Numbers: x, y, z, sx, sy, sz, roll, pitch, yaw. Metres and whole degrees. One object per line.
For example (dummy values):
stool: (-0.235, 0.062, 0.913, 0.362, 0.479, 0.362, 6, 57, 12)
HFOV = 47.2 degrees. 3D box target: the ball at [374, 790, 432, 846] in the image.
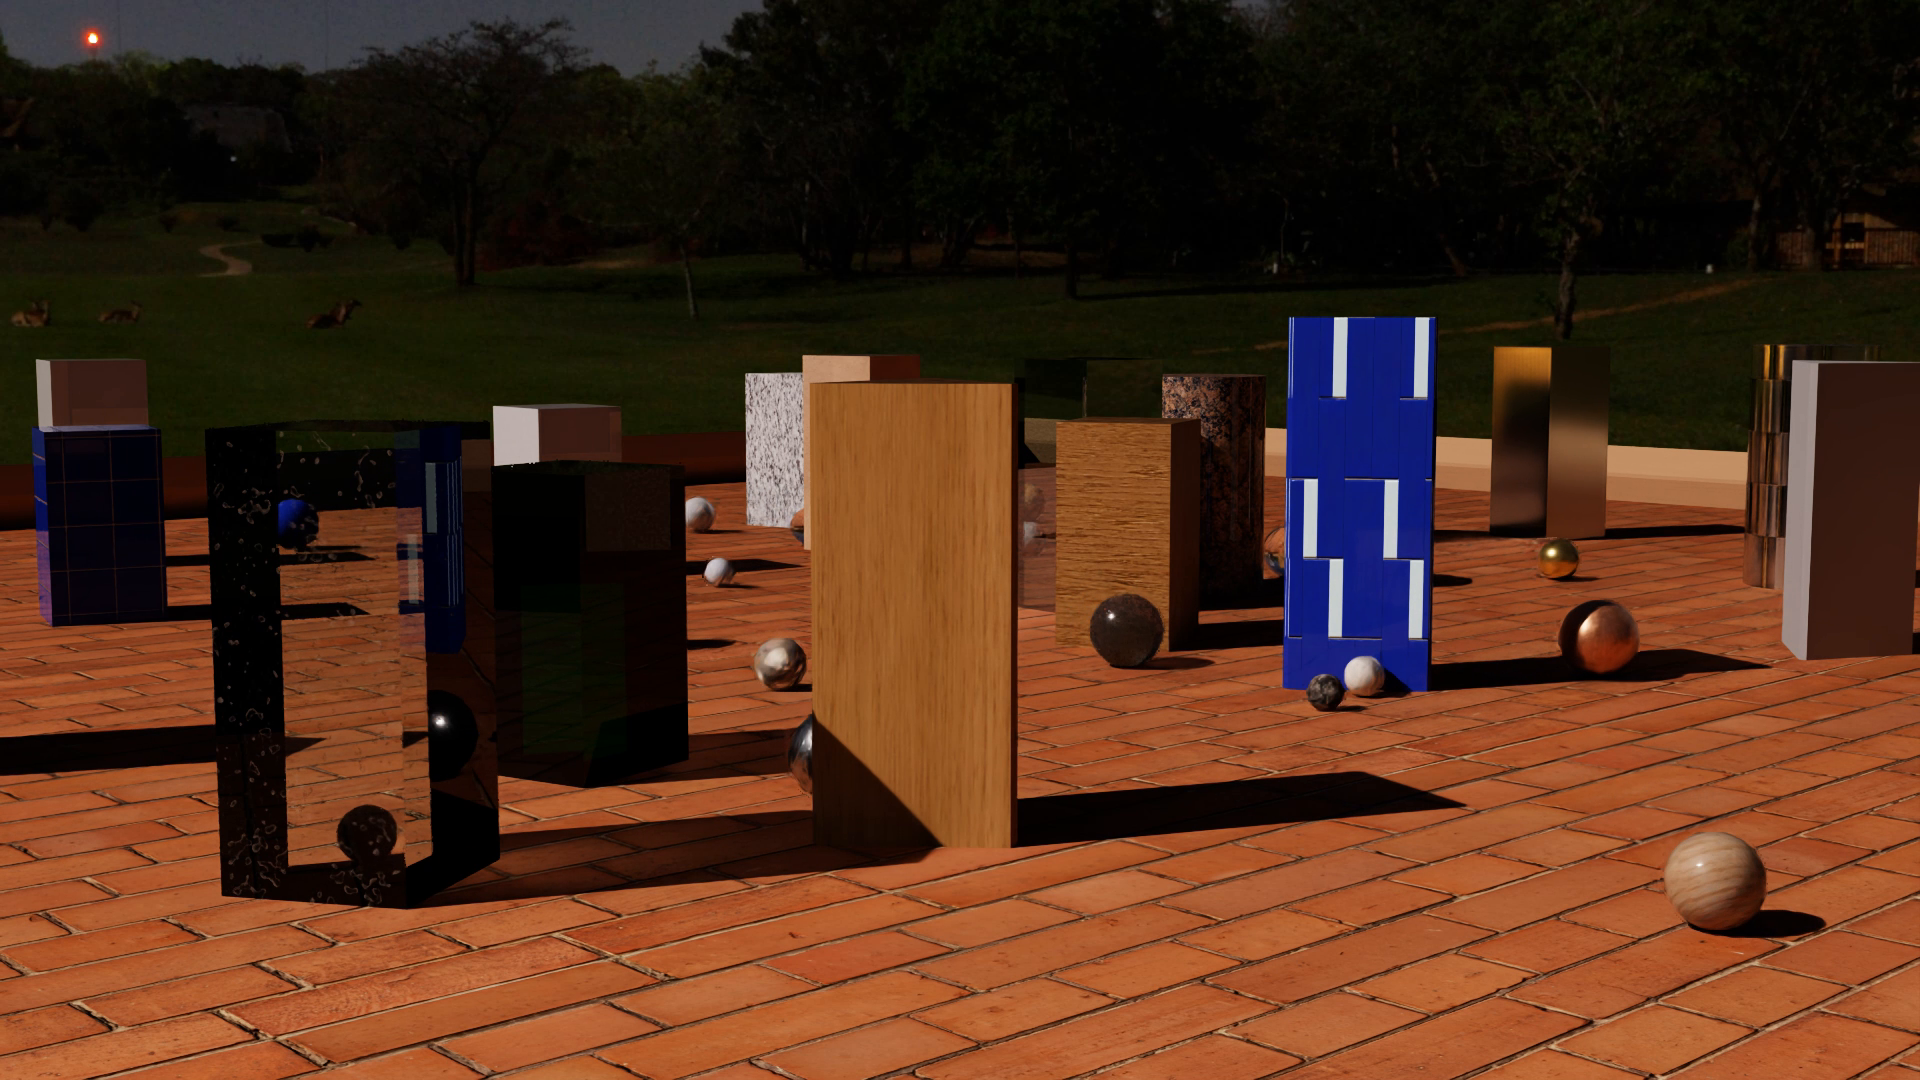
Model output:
ball: (-0.463, 0.231, 1.830, 0.047, 0.047, 0.047, 0, 6, 0)

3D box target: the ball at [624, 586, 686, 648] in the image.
ball: (-0.402, 0.101, 2.907, 0.081, 0.081, 0.081, 0, 6, 0)

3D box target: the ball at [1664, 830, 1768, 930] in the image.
ball: (0.543, 0.245, 1.582, 0.071, 0.071, 0.071, 0, 6, 0)

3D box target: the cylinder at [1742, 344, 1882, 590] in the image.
cylinder: (1.372, -0.120, 3.547, 0.194, 0.388, 0.194, 0, 6, 0)

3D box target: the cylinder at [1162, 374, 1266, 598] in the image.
cylinder: (0.384, -0.090, 3.479, 0.194, 0.341, 0.194, 0, 6, 0)

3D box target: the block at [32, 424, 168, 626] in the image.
block: (-1.246, -0.025, 3.183, 0.155, 0.274, 0.155, -3, 7, -29)

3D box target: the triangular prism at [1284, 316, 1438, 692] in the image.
triangular prism: (0.475, -0.048, 2.631, 0.168, 0.435, 0.145, 1, 6, 7)

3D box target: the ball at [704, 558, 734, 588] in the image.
ball: (-0.387, 0.052, 3.535, 0.046, 0.046, 0.046, 0, 6, 0)

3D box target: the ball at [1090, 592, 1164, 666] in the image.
ball: (0.208, 0.112, 2.746, 0.093, 0.093, 0.093, 0, 6, 0)

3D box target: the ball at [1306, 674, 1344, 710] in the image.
ball: (0.407, 0.169, 2.447, 0.041, 0.041, 0.041, 0, 6, 0)

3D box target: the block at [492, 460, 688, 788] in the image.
block: (-0.376, 0.075, 2.141, 0.155, 0.292, 0.155, 4, 7, 32)

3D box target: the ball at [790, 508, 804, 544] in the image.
ball: (-0.285, -0.026, 4.160, 0.073, 0.073, 0.073, 0, 6, 0)

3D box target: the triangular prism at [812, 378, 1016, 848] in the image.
triangular prism: (-0.032, 0.056, 1.885, 0.168, 0.384, 0.145, 0, 6, 4)

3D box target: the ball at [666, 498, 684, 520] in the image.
ball: (-0.601, -0.064, 4.657, 0.045, 0.045, 0.045, 0, 6, 0)

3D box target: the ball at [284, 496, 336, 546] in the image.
ball: (-1.227, -0.036, 4.145, 0.094, 0.094, 0.094, 0, 6, 0)

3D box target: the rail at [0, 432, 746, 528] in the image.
rail: (-1.465, -0.133, 4.911, 4.708, 0.126, 0.045, -6, 8, -42)

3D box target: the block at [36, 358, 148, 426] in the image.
block: (-1.511, -0.136, 3.841, 0.155, 0.357, 0.155, -4, 7, -31)

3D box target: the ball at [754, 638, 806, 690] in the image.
ball: (-0.211, 0.145, 2.580, 0.062, 0.062, 0.062, 0, 6, 0)

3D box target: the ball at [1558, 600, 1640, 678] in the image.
ball: (0.775, 0.120, 2.667, 0.094, 0.094, 0.094, 0, 6, 0)

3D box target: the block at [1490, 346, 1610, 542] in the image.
block: (1.154, -0.192, 4.304, 0.155, 0.372, 0.155, -3, 7, -29)

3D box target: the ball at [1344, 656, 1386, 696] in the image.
ball: (0.467, 0.157, 2.536, 0.048, 0.048, 0.048, 0, 6, 0)

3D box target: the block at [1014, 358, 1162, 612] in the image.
block: (0.190, -0.084, 3.277, 0.155, 0.371, 0.155, -5, 8, -40)

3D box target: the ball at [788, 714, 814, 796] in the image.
ball: (-0.113, 0.195, 1.994, 0.085, 0.085, 0.085, 0, 6, 0)

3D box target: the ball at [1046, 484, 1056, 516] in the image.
ball: (0.224, -0.086, 4.684, 0.081, 0.081, 0.081, 0, 6, 0)

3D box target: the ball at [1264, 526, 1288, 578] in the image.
ball: (0.548, 0.019, 3.659, 0.088, 0.088, 0.088, 0, 6, 0)

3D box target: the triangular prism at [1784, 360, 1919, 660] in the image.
triangular prism: (1.132, -0.044, 2.875, 0.168, 0.377, 0.145, -2, 6, -17)

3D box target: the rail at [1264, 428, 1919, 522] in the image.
rail: (1.712, -0.132, 4.903, 0.045, 0.126, 4.369, -6, 8, -42)

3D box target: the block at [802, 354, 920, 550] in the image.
block: (-0.182, -0.164, 4.092, 0.155, 0.360, 0.155, 4, 7, 35)

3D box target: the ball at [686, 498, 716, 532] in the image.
ball: (-0.524, -0.051, 4.405, 0.070, 0.070, 0.070, 0, 6, 0)

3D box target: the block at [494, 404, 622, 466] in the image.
block: (-0.676, -0.084, 3.704, 0.155, 0.283, 0.155, -5, 8, -39)

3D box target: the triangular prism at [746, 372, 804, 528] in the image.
triangular prism: (-0.332, -0.189, 4.561, 0.168, 0.313, 0.145, 4, 7, 33)

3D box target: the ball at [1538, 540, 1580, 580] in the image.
ball: (0.987, 0.033, 3.627, 0.067, 0.067, 0.067, 0, 6, 0)

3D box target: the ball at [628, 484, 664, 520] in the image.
ball: (-0.663, -0.080, 4.649, 0.078, 0.078, 0.078, 0, 6, 0)

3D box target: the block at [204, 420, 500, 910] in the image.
block: (-0.468, 0.089, 1.711, 0.155, 0.355, 0.155, 2, 6, 14)

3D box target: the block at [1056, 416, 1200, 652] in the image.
block: (0.227, -0.012, 2.949, 0.155, 0.297, 0.155, 2, 6, 20)
